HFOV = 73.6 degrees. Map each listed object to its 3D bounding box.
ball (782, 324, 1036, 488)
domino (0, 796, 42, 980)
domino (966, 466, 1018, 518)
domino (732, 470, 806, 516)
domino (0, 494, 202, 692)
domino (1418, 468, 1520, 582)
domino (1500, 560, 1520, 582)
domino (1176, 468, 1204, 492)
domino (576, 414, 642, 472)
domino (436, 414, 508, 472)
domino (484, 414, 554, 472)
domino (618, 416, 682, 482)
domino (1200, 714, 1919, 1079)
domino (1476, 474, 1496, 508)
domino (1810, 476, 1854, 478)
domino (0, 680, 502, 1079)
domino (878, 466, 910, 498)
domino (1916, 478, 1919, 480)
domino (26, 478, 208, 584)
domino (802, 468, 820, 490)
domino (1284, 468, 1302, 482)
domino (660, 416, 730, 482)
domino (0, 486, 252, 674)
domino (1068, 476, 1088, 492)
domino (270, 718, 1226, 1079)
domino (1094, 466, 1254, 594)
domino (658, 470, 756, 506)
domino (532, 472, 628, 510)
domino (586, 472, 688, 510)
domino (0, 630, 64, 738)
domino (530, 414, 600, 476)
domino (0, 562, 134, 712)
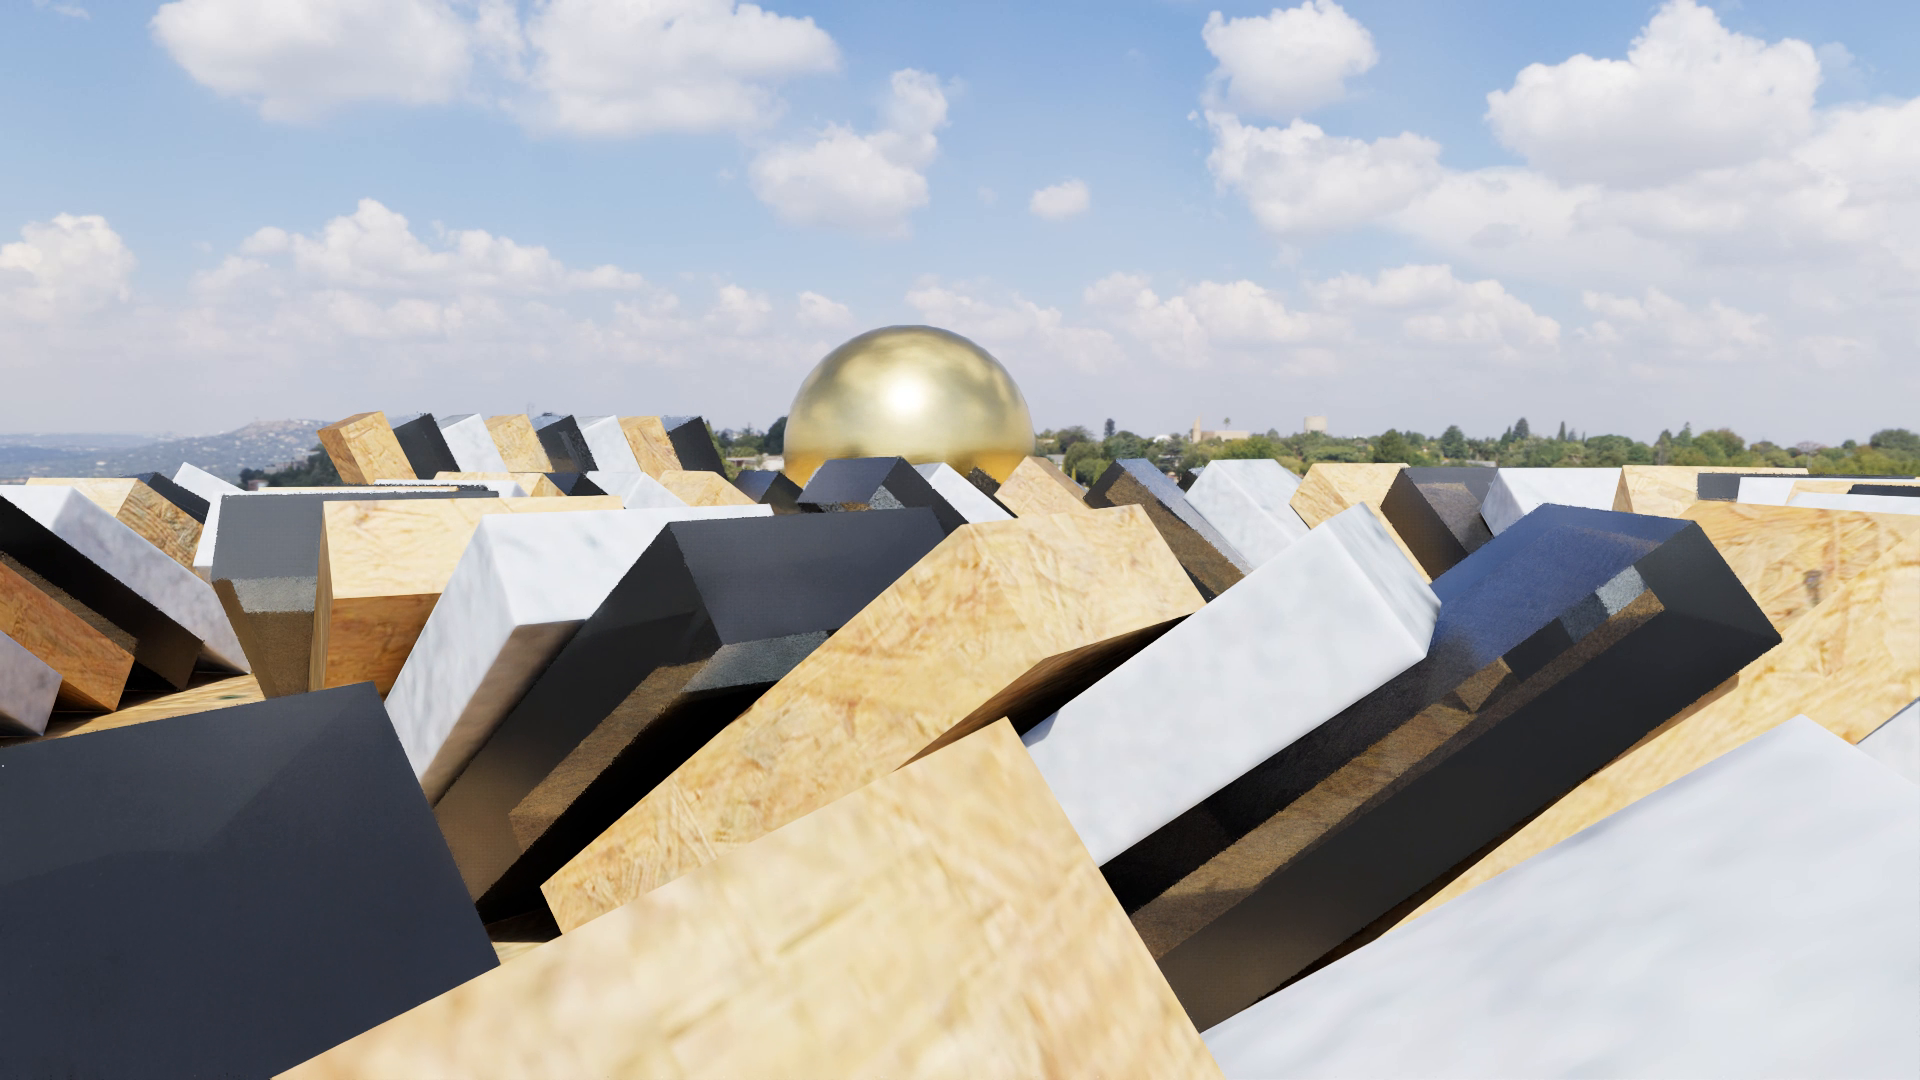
[{"bbox_3d":[-0.016,-0.028,0.407,0.080,0.080,0.080,0,4,0],"label":"ball"},{"bbox_3d":[-0.053,0.021,0.041,0.050,0.009,0.025,-38,-18,31],"label":"domino"},{"bbox_3d":[0.021,0.000,0.314,0.050,0.009,0.025,36,4,-2],"label":"domino"},{"bbox_3d":[-0.028,0.002,0.290,0.050,0.009,0.025,37,-13,-25],"label":"domino"},{"bbox_3d":[-0.148,0.009,0.203,0.025,0.009,0.050,0,-30,6],"label":"domino"},{"bbox_3d":[0.126,0.002,0.289,0.025,0.009,0.050,-3,41,-40],"label":"domino"},{"bbox_3d":[0.109,0.002,0.298,0.050,0.009,0.025,44,27,25],"label":"domino"},{"bbox_3d":[0.075,0.001,0.310,0.050,0.009,0.025,38,16,14],"label":"domino"},{"bbox_3d":[-0.085,-0.006,0.323,0.009,0.050,0.025,-32,21,-29],"label":"domino"},{"bbox_3d":[-0.111,-0.005,0.306,0.010,0.050,0.025,-32,21,-29],"label":"domino"},{"bbox_3d":[-0.102,-0.006,0.312,0.009,0.050,0.025,-32,21,-29],"label":"domino"},{"bbox_3d":[-0.076,-0.007,0.328,0.009,0.050,0.025,-32,21,-29],"label":"domino"},{"bbox_3d":[-0.002,0.023,0.023,0.050,0.009,0.025,-35,-6,17],"label":"domino"},{"bbox_3d":[0.139,0.003,0.277,0.025,0.009,0.050,-2,40,-34],"label":"domino"},{"bbox_3d":[0.167,0.007,0.231,0.025,0.009,0.050,-1,39,-17],"label":"domino"},{"bbox_3d":[-0.037,0.022,0.033,0.050,0.010,0.025,-37,-14,27],"label":"domino"},{"bbox_3d":[0.004,0.001,0.309,0.050,0.010,0.025,36,-2,-10],"label":"domino"},{"bbox_3d":[0.174,0.008,0.214,0.025,0.010,0.050,-1,39,-9],"label":"domino"},{"bbox_3d":[-0.145,0.006,0.239,0.025,0.010,0.050,1,-31,18],"label":"domino"},{"bbox_3d":[-0.013,0.002,0.300,0.050,0.010,0.025,36,-9,-19],"label":"domino"},{"bbox_3d":[0.092,0.001,0.305,0.050,0.009,0.025,40,20,19],"label":"domino"},{"bbox_3d":[-0.066,-0.007,0.333,0.009,0.050,0.025,-32,21,-29],"label":"domino"},{"bbox_3d":[-0.147,0.008,0.221,0.025,0.010,0.050,1,-30,11],"label":"domino"},{"bbox_3d":[0.040,0.000,0.315,0.050,0.009,0.025,36,9,6],"label":"domino"},{"bbox_3d":[-0.020,0.022,0.026,0.050,0.010,0.025,-36,-11,24],"label":"domino"},{"bbox_3d":[0.057,0.001,0.314,0.050,0.009,0.025,37,12,10],"label":"domino"},{"bbox_3d":[-0.042,0.003,0.278,0.050,0.009,0.025,40,-19,-31],"label":"domino"},{"bbox_3d":[-0.065,0.005,0.251,0.025,0.010,0.050,3,-31,42],"label":"domino"},{"bbox_3d":[-0.055,0.004,0.266,0.025,0.010,0.050,4,-30,50],"label":"domino"},{"bbox_3d":[-0.145,0.012,0.167,0.025,0.010,0.050,0,-30,-4],"label":"domino"},{"bbox_3d":[-0.093,-0.006,0.317,0.009,0.050,0.025,-32,21,-29],"label":"domino"},{"bbox_3d":[-0.147,0.011,0.185,0.025,0.009,0.050,0,-30,2],"label":"domino"}]
